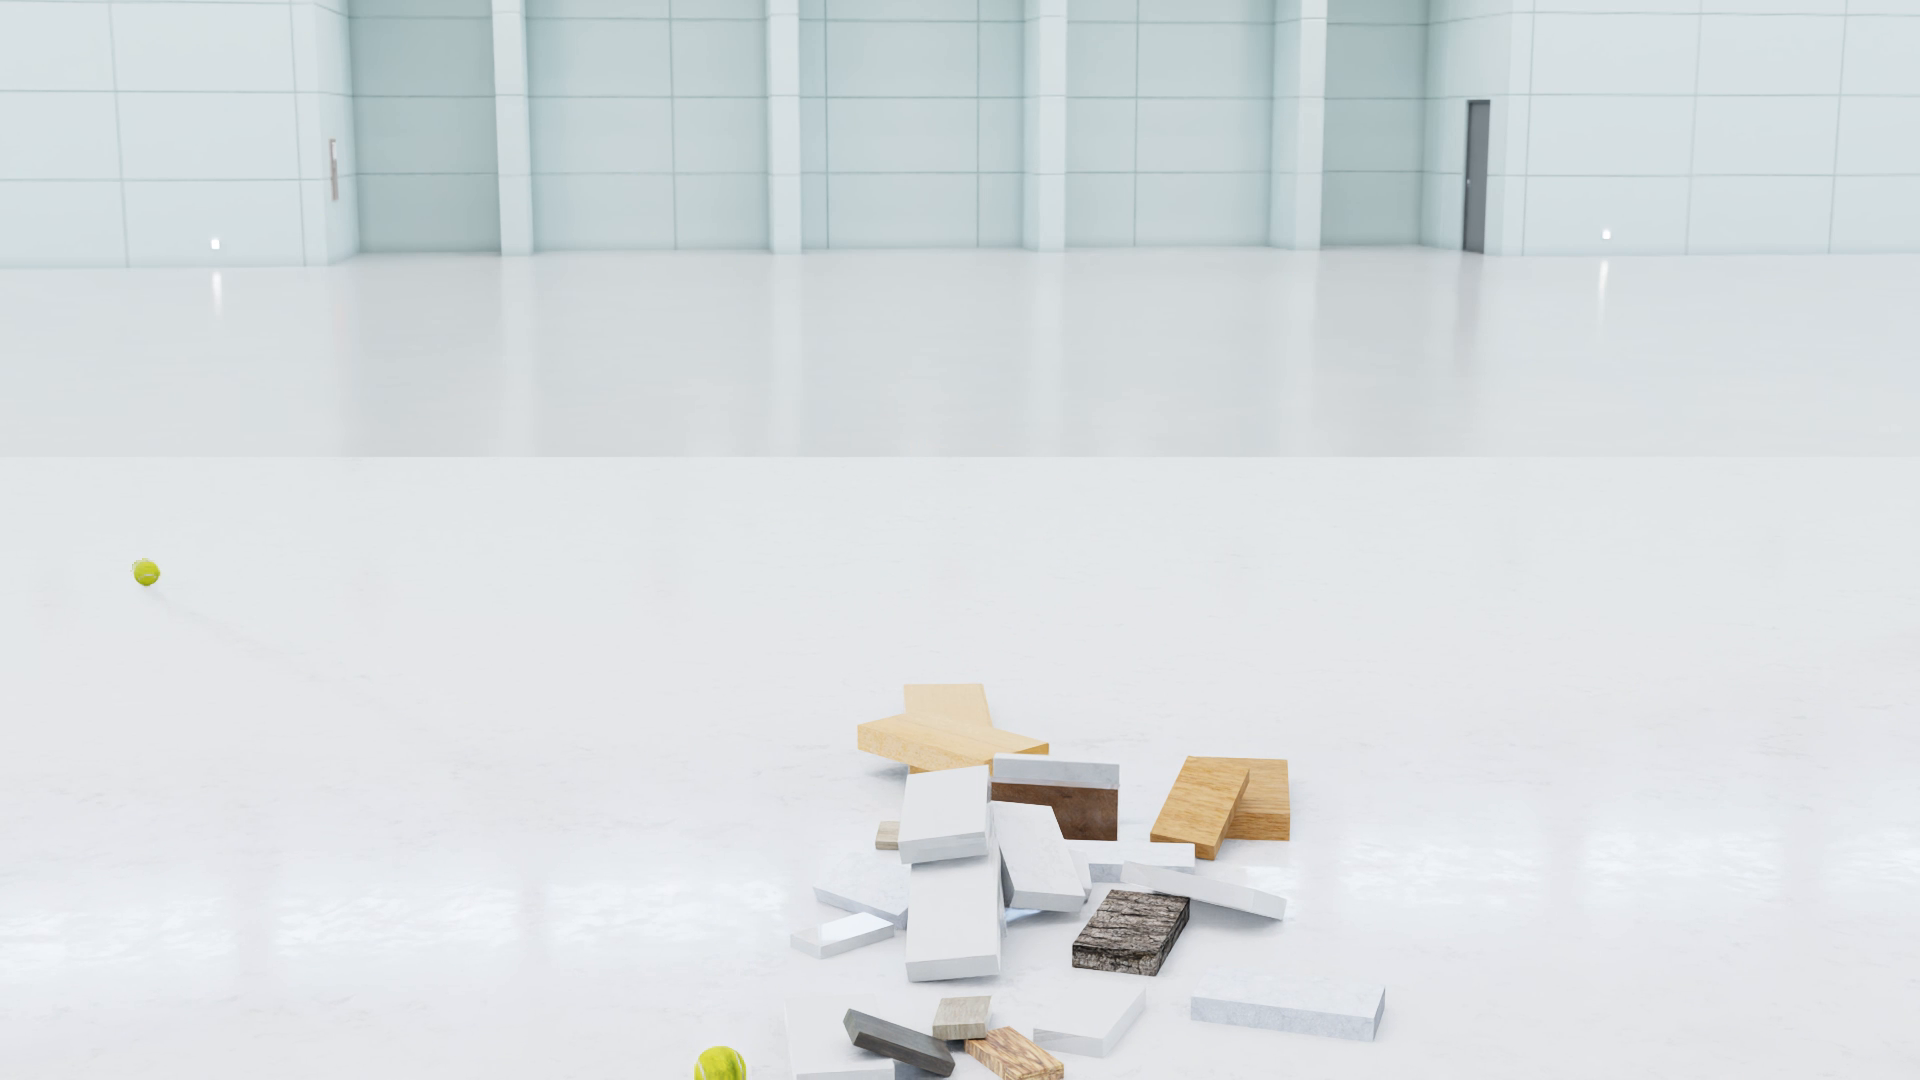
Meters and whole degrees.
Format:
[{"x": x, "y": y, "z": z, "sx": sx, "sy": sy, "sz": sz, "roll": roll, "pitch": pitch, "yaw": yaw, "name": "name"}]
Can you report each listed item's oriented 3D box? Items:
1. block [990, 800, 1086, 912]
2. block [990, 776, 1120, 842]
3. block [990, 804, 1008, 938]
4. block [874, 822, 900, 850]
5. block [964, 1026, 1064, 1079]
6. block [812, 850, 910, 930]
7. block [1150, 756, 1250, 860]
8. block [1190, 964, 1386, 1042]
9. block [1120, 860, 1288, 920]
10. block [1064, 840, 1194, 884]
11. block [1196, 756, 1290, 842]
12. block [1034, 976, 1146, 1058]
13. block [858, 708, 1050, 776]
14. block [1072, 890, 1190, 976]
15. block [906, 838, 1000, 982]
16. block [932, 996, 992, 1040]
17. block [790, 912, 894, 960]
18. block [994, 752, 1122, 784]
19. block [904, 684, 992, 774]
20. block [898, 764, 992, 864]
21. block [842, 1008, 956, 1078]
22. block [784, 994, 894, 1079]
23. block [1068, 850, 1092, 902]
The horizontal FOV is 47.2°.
[{"x": 0.117, "y": 0.519, "z": 3.622, "sx": 0.121, "sy": 0.034, "sz": 0.241, "roll": 8, "pitch": 28, "yaw": -17, "name": "block"}, {"x": 0.166, "y": 0.487, "z": 3.903, "sx": 0.233, "sy": 0.117, "sz": 0.033, "roll": 2, "pitch": 11, "yaw": 11, "name": "block"}, {"x": -0.004, "y": 0.535, "z": 3.522, "sx": 0.137, "sy": 0.039, "sz": 0.274, "roll": -8, "pitch": 33, "yaw": 2, "name": "block"}, {"x": -0.085, "y": 0.526, "z": 3.910, "sx": 0.122, "sy": 0.017, "sz": 0.061, "roll": 1, "pitch": 28, "yaw": 8, "name": "block"}, {"x": 0.072, "y": 0.704, "z": 2.996, "sx": 0.073, "sy": 0.021, "sz": 0.146, "roll": -6, "pitch": 12, "yaw": -28, "name": "block"}, {"x": -0.135, "y": 0.571, "z": 3.594, "sx": 0.203, "sy": 0.029, "sz": 0.101, "roll": 10, "pitch": 37, "yaw": 43, "name": "block"}, {"x": 0.431, "y": 0.477, "z": 3.935, "sx": 0.117, "sy": 0.033, "sz": 0.233, "roll": 10, "pitch": 34, "yaw": 20, "name": "block"}, {"x": 0.473, "y": 0.665, "z": 3.164, "sx": 0.259, "sy": 0.037, "sz": 0.130, "roll": 3, "pitch": 11, "yaw": 18, "name": "block"}, {"x": 0.395, "y": 0.568, "z": 3.569, "sx": 0.241, "sy": 0.034, "sz": 0.121, "roll": 7, "pitch": -11, "yaw": 35, "name": "block"}, {"x": 0.276, "y": 0.553, "z": 3.775, "sx": 0.251, "sy": 0.034, "sz": 0.121, "roll": 1, "pitch": 11, "yaw": 6, "name": "block"}, {"x": 0.526, "y": 0.481, "z": 4.118, "sx": 0.176, "sy": 0.050, "sz": 0.353, "roll": 1, "pitch": 11, "yaw": 7, "name": "block"}, {"x": 0.186, "y": 0.677, "z": 3.124, "sx": 0.101, "sy": 0.029, "sz": 0.202, "roll": 4, "pitch": 11, "yaw": 21, "name": "block"}, {"x": -0.016, "y": 0.401, "z": 4.277, "sx": 0.176, "sy": 0.050, "sz": 0.353, "roll": -10, "pitch": 15, "yaw": -44, "name": "block"}, {"x": 0.270, "y": 0.613, "z": 3.445, "sx": 0.130, "sy": 0.037, "sz": 0.259, "roll": 3, "pitch": 11, "yaw": 17, "name": "block"}, {"x": -0.008, "y": 0.568, "z": 3.389, "sx": 0.137, "sy": 0.039, "sz": 0.275, "roll": -6, "pitch": 30, "yaw": 5, "name": "block"}, {"x": 0.004, "y": 0.673, "z": 3.099, "sx": 0.073, "sy": 0.021, "sz": 0.146, "roll": -4, "pitch": 3, "yaw": 5, "name": "block"}, {"x": -0.184, "y": 0.620, "z": 3.448, "sx": 0.149, "sy": 0.021, "sz": 0.075, "roll": -9, "pitch": 14, "yaw": -41, "name": "block"}, {"x": 0.179, "y": 0.459, "z": 4.055, "sx": 0.233, "sy": 0.117, "sz": 0.033, "roll": 2, "pitch": 11, "yaw": 10, "name": "block"}, {"x": -0.023, "y": 0.399, "z": 4.561, "sx": 0.176, "sy": 0.050, "sz": 0.619, "roll": 0, "pitch": 11, "yaw": -3, "name": "block"}, {"x": -0.022, "y": 0.442, "z": 3.564, "sx": 0.137, "sy": 0.039, "sz": 0.275, "roll": -8, "pitch": 16, "yaw": 4, "name": "block"}, {"x": -0.082, "y": 0.678, "z": 2.966, "sx": 0.146, "sy": 0.021, "sz": 0.073, "roll": 23, "pitch": 7, "yaw": -18, "name": "block"}, {"x": -0.168, "y": 0.692, "z": 3.018, "sx": 0.130, "sy": 0.037, "sz": 0.259, "roll": -1, "pitch": 11, "yaw": -8, "name": "block"}, {"x": 0.114, "y": 0.541, "z": 3.648, "sx": 0.203, "sy": 0.029, "sz": 0.101, "roll": 12, "pitch": 27, "yaw": -9, "name": "block"}]
